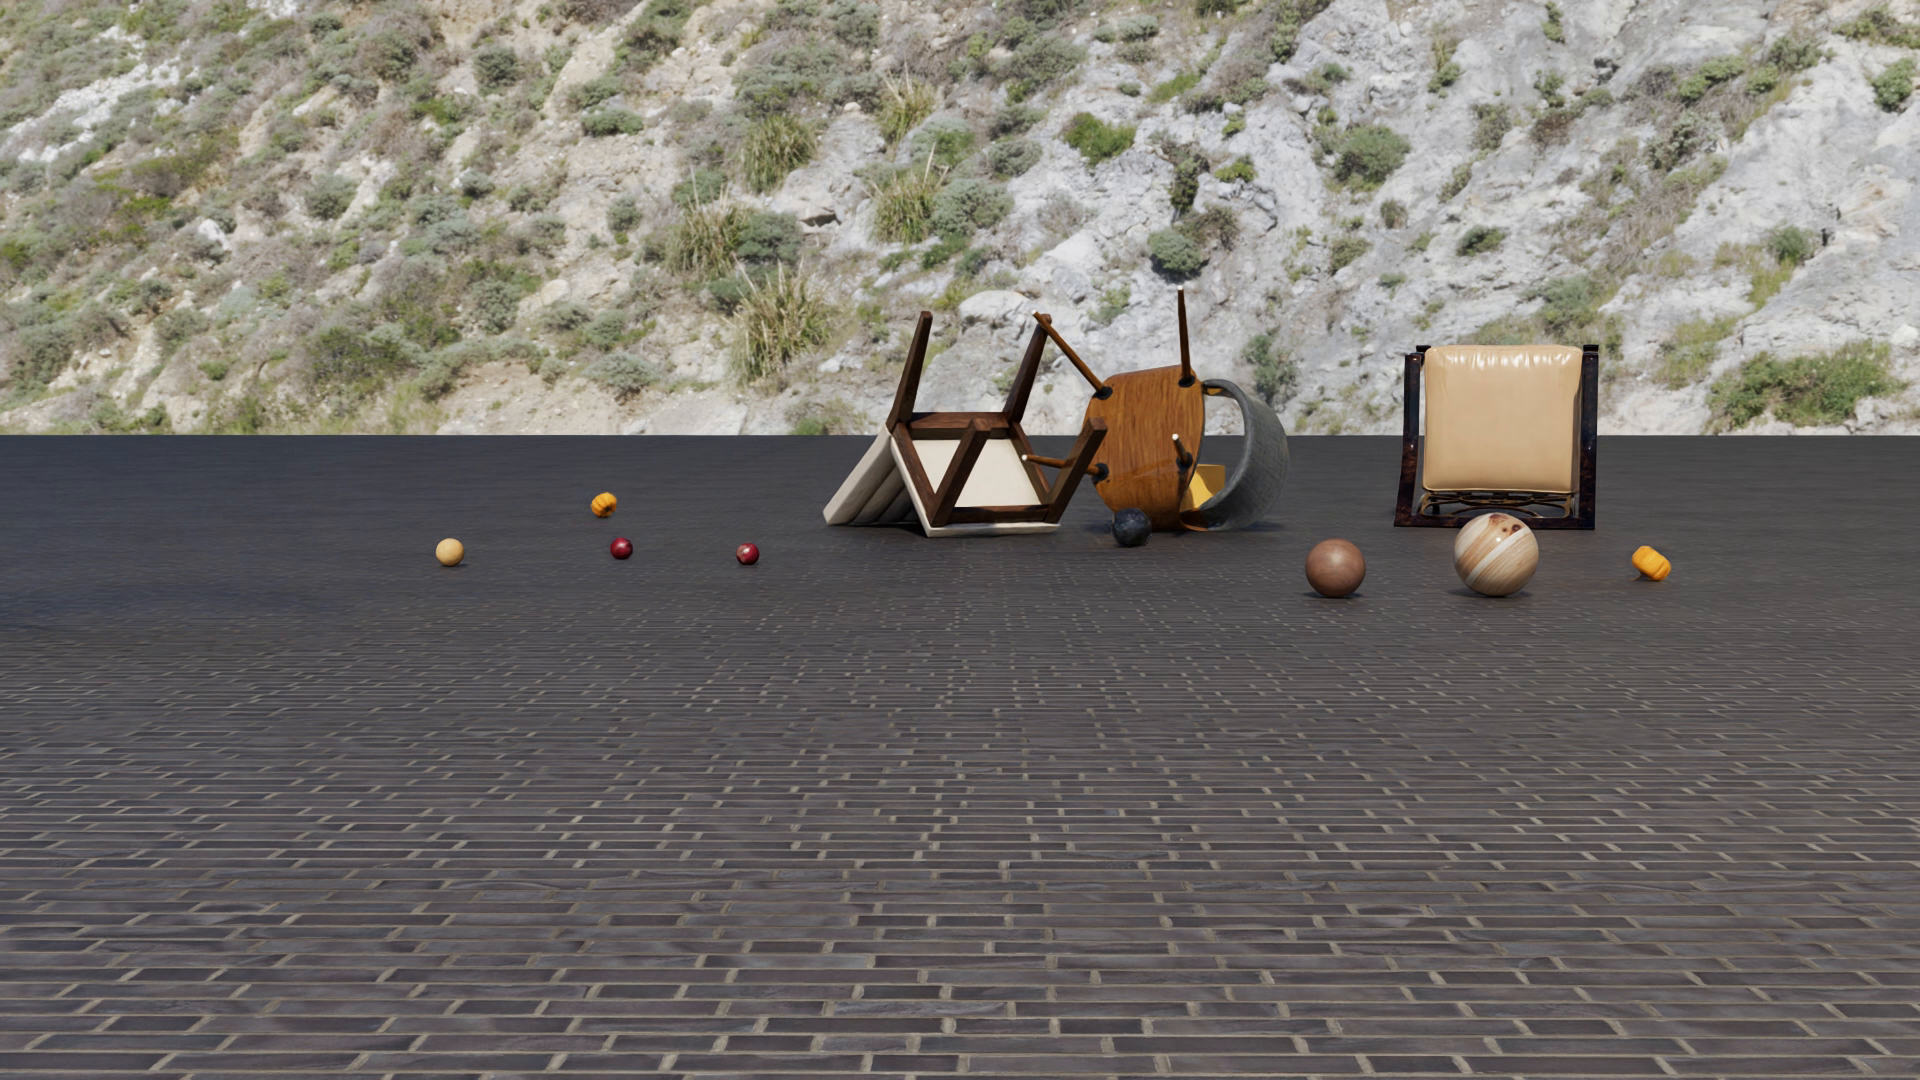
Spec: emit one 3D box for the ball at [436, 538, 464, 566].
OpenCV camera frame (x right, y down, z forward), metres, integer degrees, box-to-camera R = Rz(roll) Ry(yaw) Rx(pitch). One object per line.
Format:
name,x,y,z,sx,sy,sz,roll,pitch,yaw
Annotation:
ball,-1.292,0.031,5.568,0.072,0.072,0.072,0,4,0

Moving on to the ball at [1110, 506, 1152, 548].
ball,0.485,-0.037,6.242,0.115,0.115,0.115,0,4,0

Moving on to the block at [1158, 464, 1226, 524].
block,0.780,-0.155,7.405,0.157,0.192,0.165,-2,4,-29

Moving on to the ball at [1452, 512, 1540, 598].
ball,1.156,0.032,4.746,0.182,0.182,0.182,0,4,0
